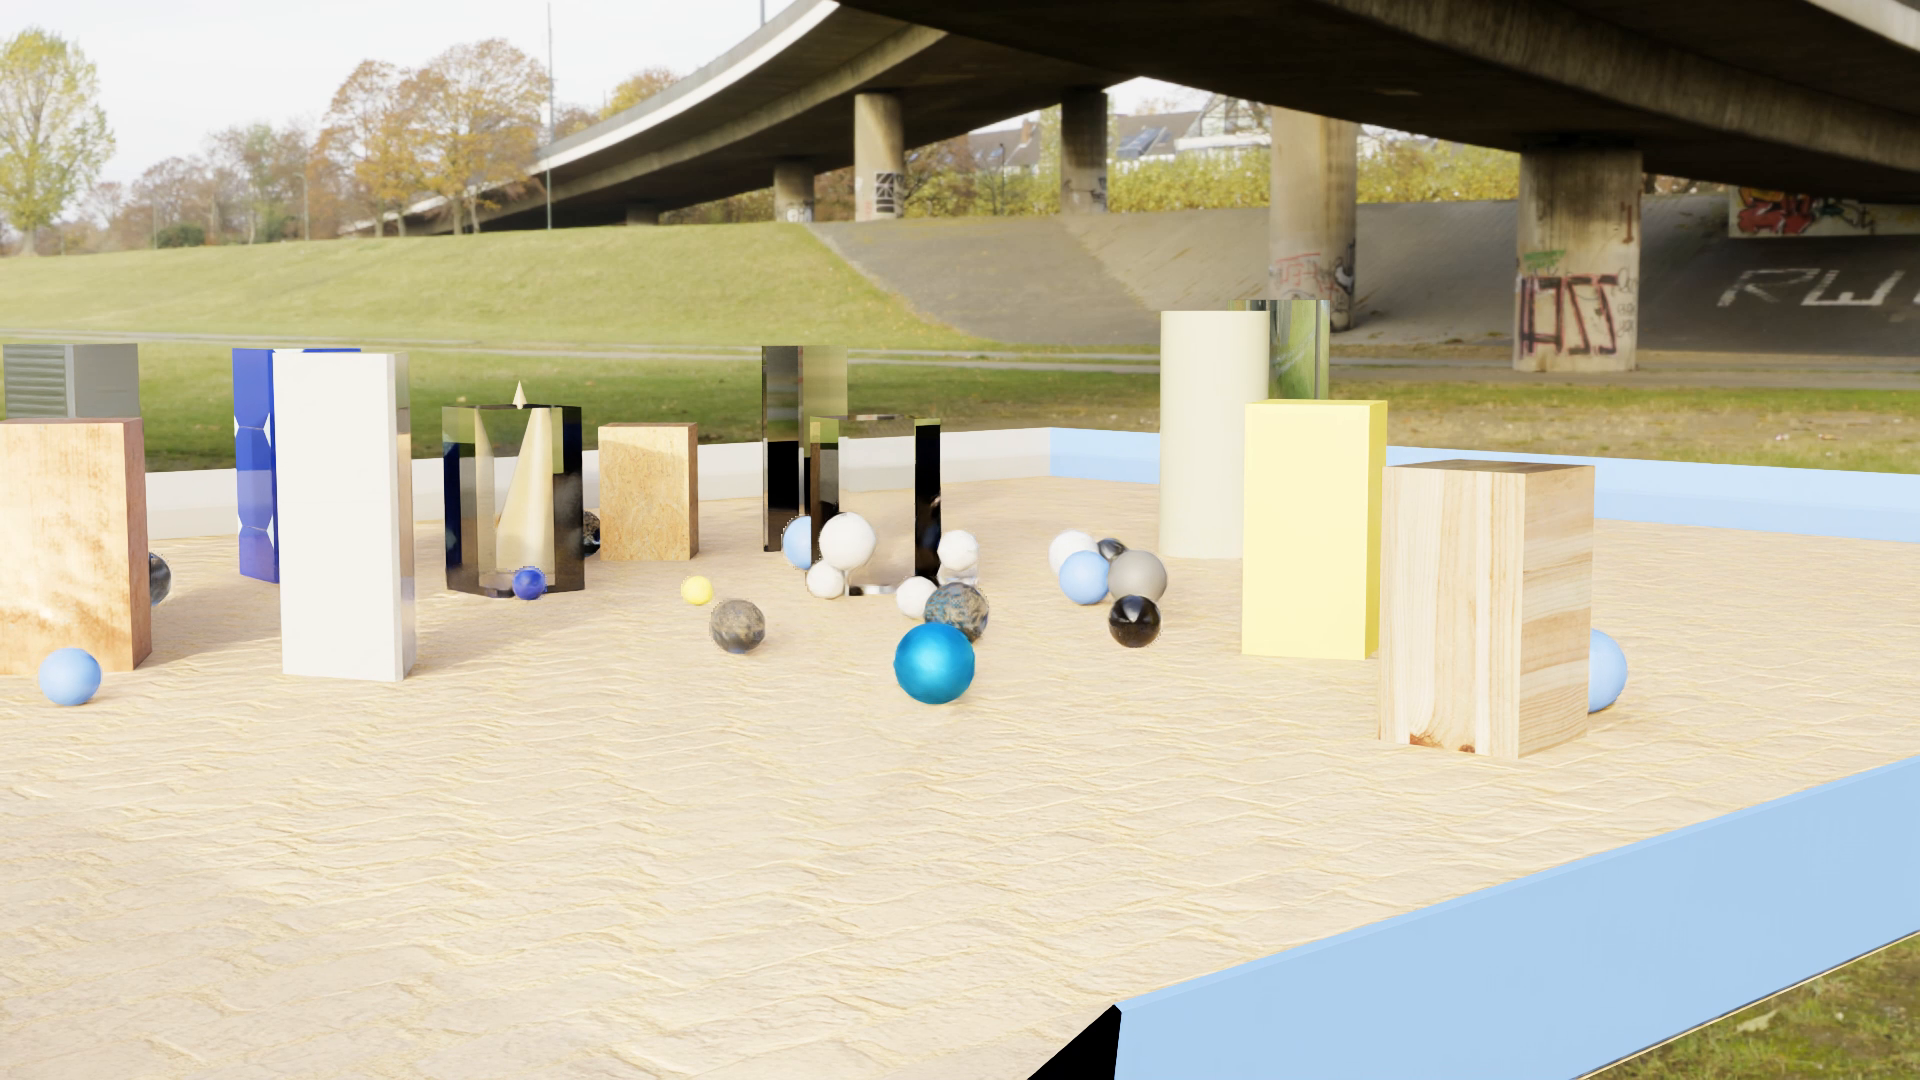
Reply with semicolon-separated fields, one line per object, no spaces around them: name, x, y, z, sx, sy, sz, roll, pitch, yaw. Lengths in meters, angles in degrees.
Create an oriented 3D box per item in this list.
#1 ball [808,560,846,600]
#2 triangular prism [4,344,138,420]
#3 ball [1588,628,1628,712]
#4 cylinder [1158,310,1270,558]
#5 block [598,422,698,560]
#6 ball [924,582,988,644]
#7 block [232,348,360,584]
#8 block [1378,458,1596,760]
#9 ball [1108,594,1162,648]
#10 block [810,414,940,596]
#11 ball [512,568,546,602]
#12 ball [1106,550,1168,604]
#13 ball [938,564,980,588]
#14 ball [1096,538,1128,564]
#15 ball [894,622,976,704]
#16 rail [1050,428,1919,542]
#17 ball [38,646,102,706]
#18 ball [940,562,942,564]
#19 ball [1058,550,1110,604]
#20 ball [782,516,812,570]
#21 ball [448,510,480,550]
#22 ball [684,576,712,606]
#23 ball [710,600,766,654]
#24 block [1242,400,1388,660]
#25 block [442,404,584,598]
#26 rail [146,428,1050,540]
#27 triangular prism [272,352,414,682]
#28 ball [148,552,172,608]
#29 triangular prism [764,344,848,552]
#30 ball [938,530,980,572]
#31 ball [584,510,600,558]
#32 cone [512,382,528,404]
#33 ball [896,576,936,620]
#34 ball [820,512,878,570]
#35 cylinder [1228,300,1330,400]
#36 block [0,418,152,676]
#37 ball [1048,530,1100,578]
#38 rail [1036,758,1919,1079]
ball;-0.206;0.061;3.401;0.061;0.061;0.061;0;6;0
triangular prism;-1.213;-0.075;3.076;0.172;0.399;0.149;5;8;39
ball;0.691;0.145;2.441;0.095;0.095;0.095;0;6;0
cylinder;0.466;-0.197;4.033;0.198;0.444;0.198;0;6;0
block;-0.564;-0.090;3.998;0.159;0.239;0.159;0;6;-1
ball;-0.005;0.099;2.914;0.087;0.087;0.087;0;6;0
block;-1.108;-0.130;3.691;0.159;0.382;0.159;-5;8;-38
block;0.546;0.065;2.284;0.159;0.285;0.159;5;8;40
ball;0.231;0.107;2.907;0.072;0.072;0.072;0;6;0
block;-0.137;-0.060;3.534;0.159;0.275;0.159;-3;7;-25
ball;-0.663;0.069;3.380;0.050;0.050;0.050;0;6;0
ball;0.264;0.059;3.283;0.090;0.090;0.090;0;6;0
ball;-0.003;0.055;3.440;0.065;0.065;0.065;0;6;0
ball;0.249;0.031;3.651;0.069;0.069;0.069;0;6;0
ball;-0.029;0.140;2.492;0.093;0.093;0.093;0;6;0
rail;1.425;-0.103;4.640;0.045;0.129;3.536;-5;8;-42
ball;-1.006;0.154;2.485;0.066;0.066;0.066;0;6;0
ball;-0.041;0.026;3.781;0.053;0.053;0.053;0;6;0
ball;0.191;0.057;3.338;0.083;0.083;0.083;0;6;0
ball;-0.257;0.005;3.780;0.094;0.094;0.094;0;6;0
ball;-0.912;-0.019;4.090;0.077;0.077;0.077;0;6;0
ball;-0.397;0.077;3.333;0.044;0.044;0.044;0;6;0
ball;-0.288;0.113;2.855;0.072;0.072;0.072;0;6;0
block;0.468;-0.018;2.894;0.159;0.325;0.159;2;6;19
block;-0.712;-0.066;3.507;0.159;0.293;0.159;-5;8;-42
rail;-1.183;-0.099;4.607;3.926;0.129;0.045;-5;8;-42
triangular prism;-0.728;-0.036;2.729;0.172;0.393;0.149;2;6;21
ball;-1.136;0.055;3.049;0.082;0.082;0.082;0;6;0
triangular prism;-0.321;-0.178;4.161;0.172;0.380;0.149;-3;7;-29
ball;-0.002;0.016;3.388;0.064;0.064;0.064;0;6;0
ball;-0.687;-0.011;3.970;0.087;0.087;0.087;0;6;0
cone;-0.769;-0.118;3.857;0.198;0.323;0.198;0;6;0
ball;-0.061;0.084;3.175;0.063;0.063;0.063;0;6;0
ball;-0.171;0.003;3.371;0.089;0.089;0.089;0;6;0
cylinder;0.617;-0.233;4.279;0.198;0.465;0.198;0;6;0
block;-1.119;0.003;2.770;0.159;0.307;0.159;-1;6;-12
ball;0.186;0.027;3.603;0.087;0.087;0.087;0;6;0
rail;1.183;0.166;2.057;3.926;0.129;0.045;-5;8;-42
